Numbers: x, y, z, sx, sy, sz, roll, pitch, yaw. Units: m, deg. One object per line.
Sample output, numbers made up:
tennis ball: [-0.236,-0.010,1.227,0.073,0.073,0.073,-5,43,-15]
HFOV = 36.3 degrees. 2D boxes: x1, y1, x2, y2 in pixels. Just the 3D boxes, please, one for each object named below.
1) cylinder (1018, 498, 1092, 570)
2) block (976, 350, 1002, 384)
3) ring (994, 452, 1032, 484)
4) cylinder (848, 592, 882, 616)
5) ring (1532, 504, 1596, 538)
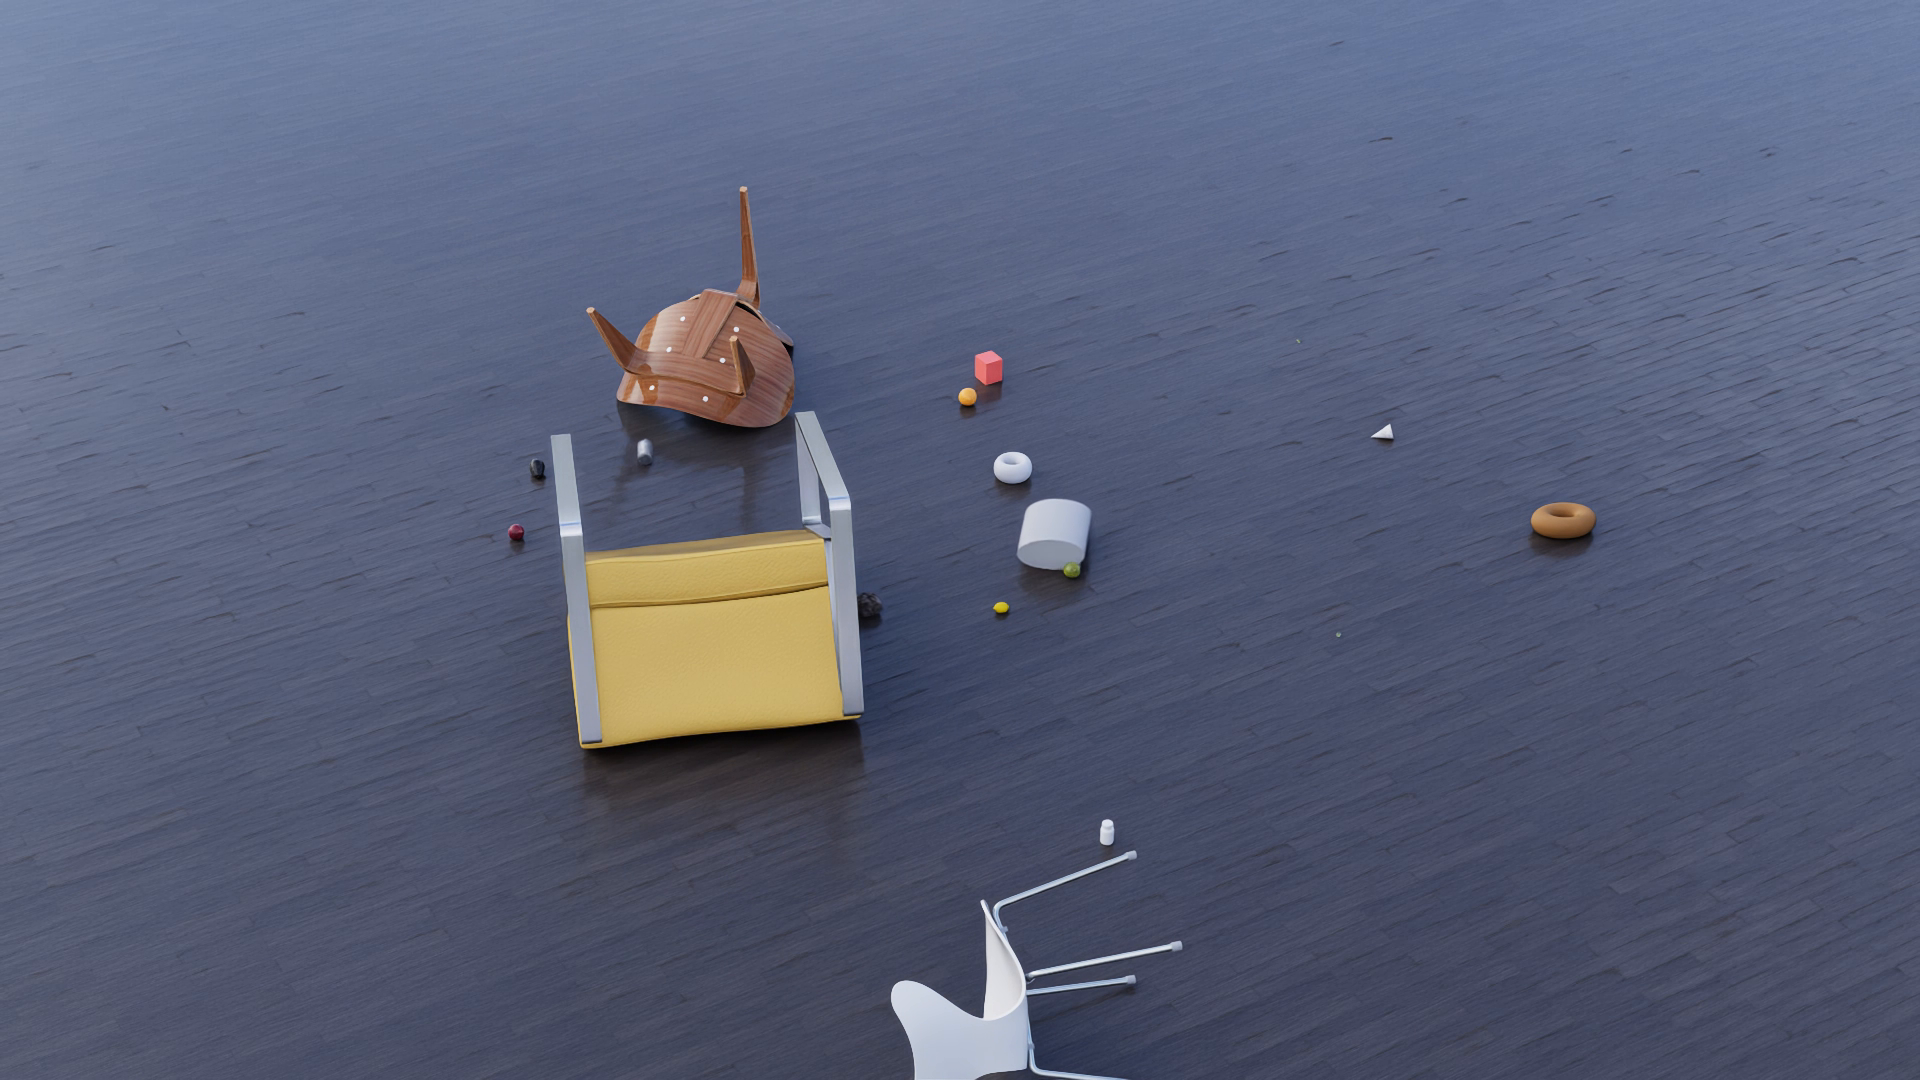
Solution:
cylinder: [0.351,-0.022,10.858,0.250,0.131,0.279,1,33,9]
block: [0.117,-0.700,11.917,0.078,0.099,0.083,-19,38,-26]
ring: [0.204,-0.278,11.295,0.148,0.080,0.146,-3,32,-2]
cylinder: [-0.341,0.232,10.535,0.116,0.062,0.061,-6,34,-13]
ring: [2.260,-0.073,10.977,0.249,0.088,0.161,-3,32,-6]
